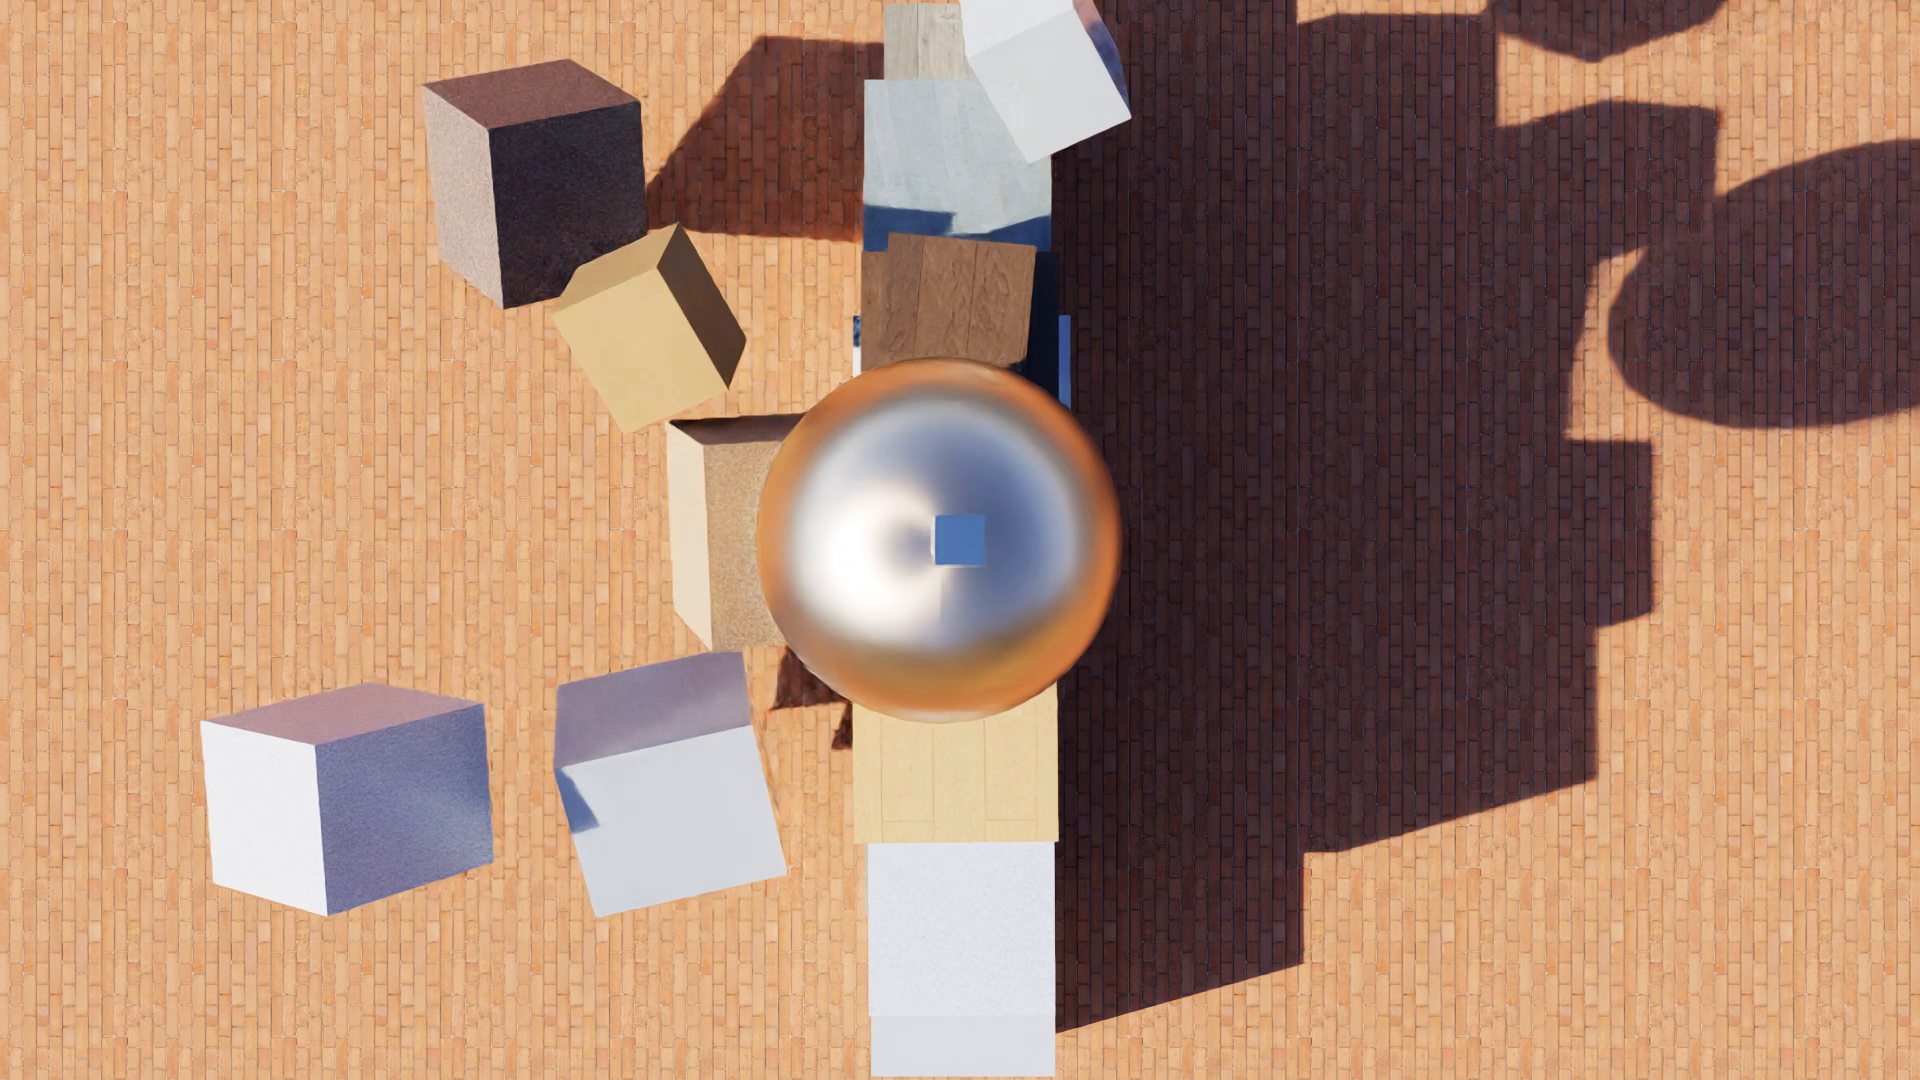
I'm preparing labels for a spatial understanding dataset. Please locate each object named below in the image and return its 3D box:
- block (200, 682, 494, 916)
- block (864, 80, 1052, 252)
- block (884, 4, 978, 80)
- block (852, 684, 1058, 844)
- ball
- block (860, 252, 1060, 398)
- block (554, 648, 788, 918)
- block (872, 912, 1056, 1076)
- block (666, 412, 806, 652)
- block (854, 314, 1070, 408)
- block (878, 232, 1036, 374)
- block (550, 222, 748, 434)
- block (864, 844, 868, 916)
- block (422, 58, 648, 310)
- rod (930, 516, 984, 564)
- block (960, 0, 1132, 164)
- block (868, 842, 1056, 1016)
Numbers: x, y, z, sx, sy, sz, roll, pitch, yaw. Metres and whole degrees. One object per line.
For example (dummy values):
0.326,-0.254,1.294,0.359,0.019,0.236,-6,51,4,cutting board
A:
-3.049,1.262,10.990,0.919,1.011,0.829,6,102,38,block
-0.012,-1.894,11.625,0.960,0.760,0.912,0,90,0,block
0.019,-2.468,12.502,0.867,0.993,0.925,0,90,0,block
-0.024,0.949,11.255,0.990,1.205,1.034,-1,90,0,block
-0.088,0.000,9.545,1.600,1.600,1.600,0,90,0,ball
-0.001,-0.965,11.404,0.988,0.933,0.937,0,90,0,block
-1.530,1.257,11.624,1.010,0.951,0.895,-12,114,-4,block
0.018,2.483,12.511,1.004,0.977,0.900,0,90,0,block
-0.898,-0.072,10.770,0.878,0.993,0.970,-5,101,-17,block
0.008,-0.680,12.436,1.172,1.129,1.069,0,90,0,block
-0.020,-1.049,10.629,0.694,0.617,0.730,5,90,0,block
-1.518,-1.045,10.826,0.593,0.591,0.702,-21,116,16,block
-0.010,1.486,12.429,1.006,1.143,1.073,0,90,0,block
-2.322,-1.970,12.081,0.880,0.853,1.010,-18,125,-30,block
-0.038,0.000,6.145,0.080,5.200,0.080,0,90,-1,rod
0.416,-2.369,10.736,0.560,0.592,0.687,-22,132,16,block
0.008,1.910,11.363,0.920,0.987,0.883,0,90,0,block
